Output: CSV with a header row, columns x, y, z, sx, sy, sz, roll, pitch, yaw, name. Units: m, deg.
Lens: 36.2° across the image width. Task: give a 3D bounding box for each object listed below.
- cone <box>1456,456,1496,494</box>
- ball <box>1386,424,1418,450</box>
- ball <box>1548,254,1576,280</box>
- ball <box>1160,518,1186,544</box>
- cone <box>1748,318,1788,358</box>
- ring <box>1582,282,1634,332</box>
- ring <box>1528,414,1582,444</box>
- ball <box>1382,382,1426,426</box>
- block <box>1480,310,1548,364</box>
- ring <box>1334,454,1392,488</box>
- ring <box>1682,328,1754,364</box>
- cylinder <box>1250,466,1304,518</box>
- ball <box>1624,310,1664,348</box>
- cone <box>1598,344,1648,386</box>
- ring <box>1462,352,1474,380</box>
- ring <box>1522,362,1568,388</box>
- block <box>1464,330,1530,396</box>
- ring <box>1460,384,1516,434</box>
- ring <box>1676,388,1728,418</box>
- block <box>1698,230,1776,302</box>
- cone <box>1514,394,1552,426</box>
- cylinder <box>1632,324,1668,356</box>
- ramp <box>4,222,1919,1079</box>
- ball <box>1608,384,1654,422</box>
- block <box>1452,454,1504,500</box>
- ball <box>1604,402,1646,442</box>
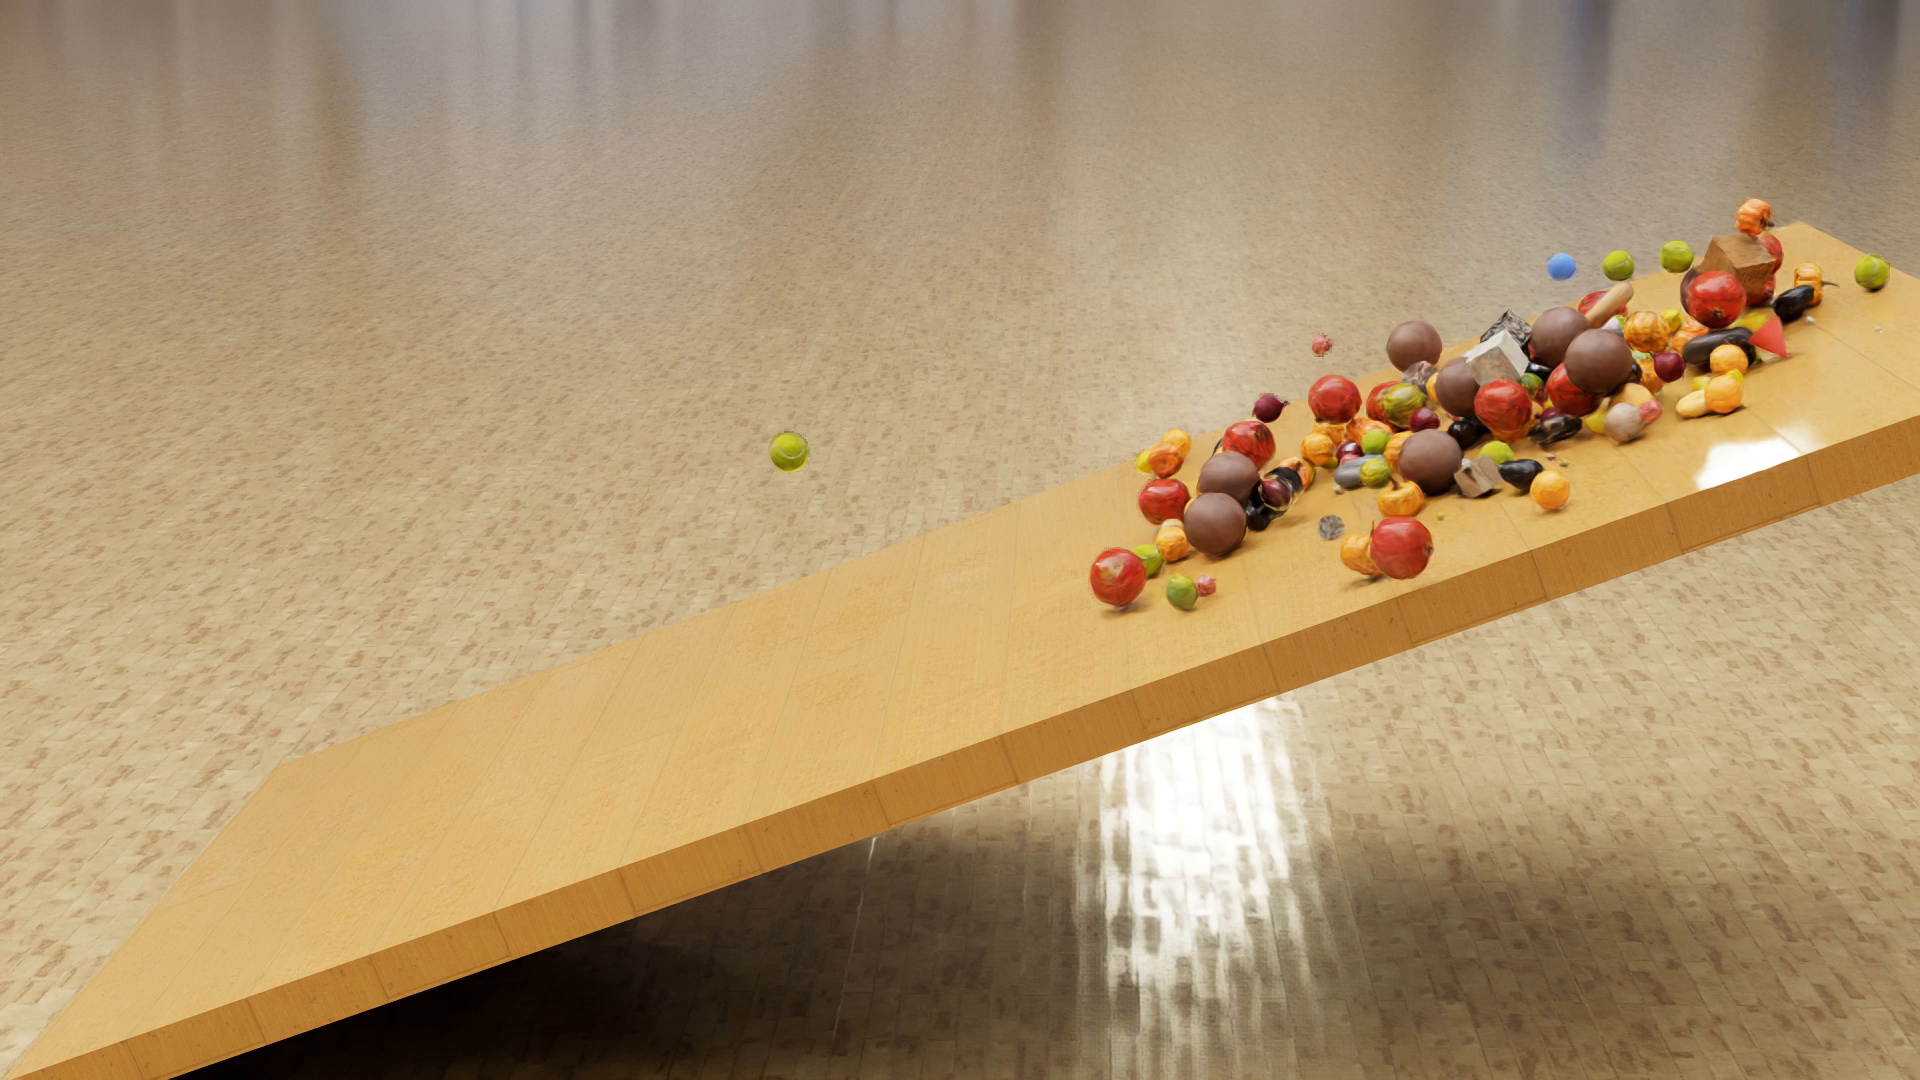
x,y,z,sx,sy,sz,roll,pitch,yaw,name
1.013,-0.117,5.722,0.078,0.078,0.078,15,15,5,cone
0.947,-0.222,6.310,0.070,0.070,0.070,0,13,0,ball
1.339,-0.608,6.546,0.062,0.062,0.062,0,13,0,ball
0.450,-0.020,6.226,0.053,0.053,0.053,0,13,0,ball
1.614,-0.386,5.817,0.077,0.077,0.077,-14,61,-47,cone
1.377,-0.495,6.252,0.045,0.134,0.134,45,22,5,ring
1.179,-0.219,5.825,0.108,0.036,0.108,-14,-13,-3,ring
0.921,-0.280,6.092,0.091,0.091,0.091,0,13,0,ball
1.214,-0.426,6.450,0.092,0.092,0.092,43,-5,38,block
0.842,-0.144,6.133,0.126,0.042,0.126,-18,12,4,ring
1.537,-0.393,5.959,0.148,0.049,0.148,-11,-6,-1,ring
0.649,-0.098,6.022,0.085,0.085,0.085,6,21,25,cylinder
1.473,-0.453,6.336,0.084,0.084,0.084,0,13,0,ball
1.379,-0.368,6.091,0.090,0.090,0.090,-8,9,25,cone
1.112,-0.369,6.325,0.029,0.086,0.086,-42,-9,28,ring
1.244,-0.354,6.285,0.116,0.039,0.116,17,7,-2,ring
1.093,-0.361,5.985,0.084,0.084,0.084,-31,11,33,block
1.109,-0.280,6.181,0.046,0.139,0.139,41,-4,-23,ring
1.431,-0.265,5.670,0.101,0.034,0.101,-22,11,4,ring
1.596,-0.562,6.044,0.096,0.096,0.096,-12,50,-20,block
1.193,-0.267,6.107,0.070,0.070,0.070,7,13,2,cone
1.427,-0.415,6.082,0.055,0.055,0.055,-3,18,-12,cylinder
0.117,0.176,6.296,4.000,0.100,2.000,-20,12,7,ramp
1.309,-0.262,5.739,0.087,0.087,0.087,0,13,0,ball
0.999,-0.122,5.666,0.057,0.057,0.057,-34,1,-24,block
1.277,-0.226,5.651,0.078,0.078,0.078,0,13,0,ball
